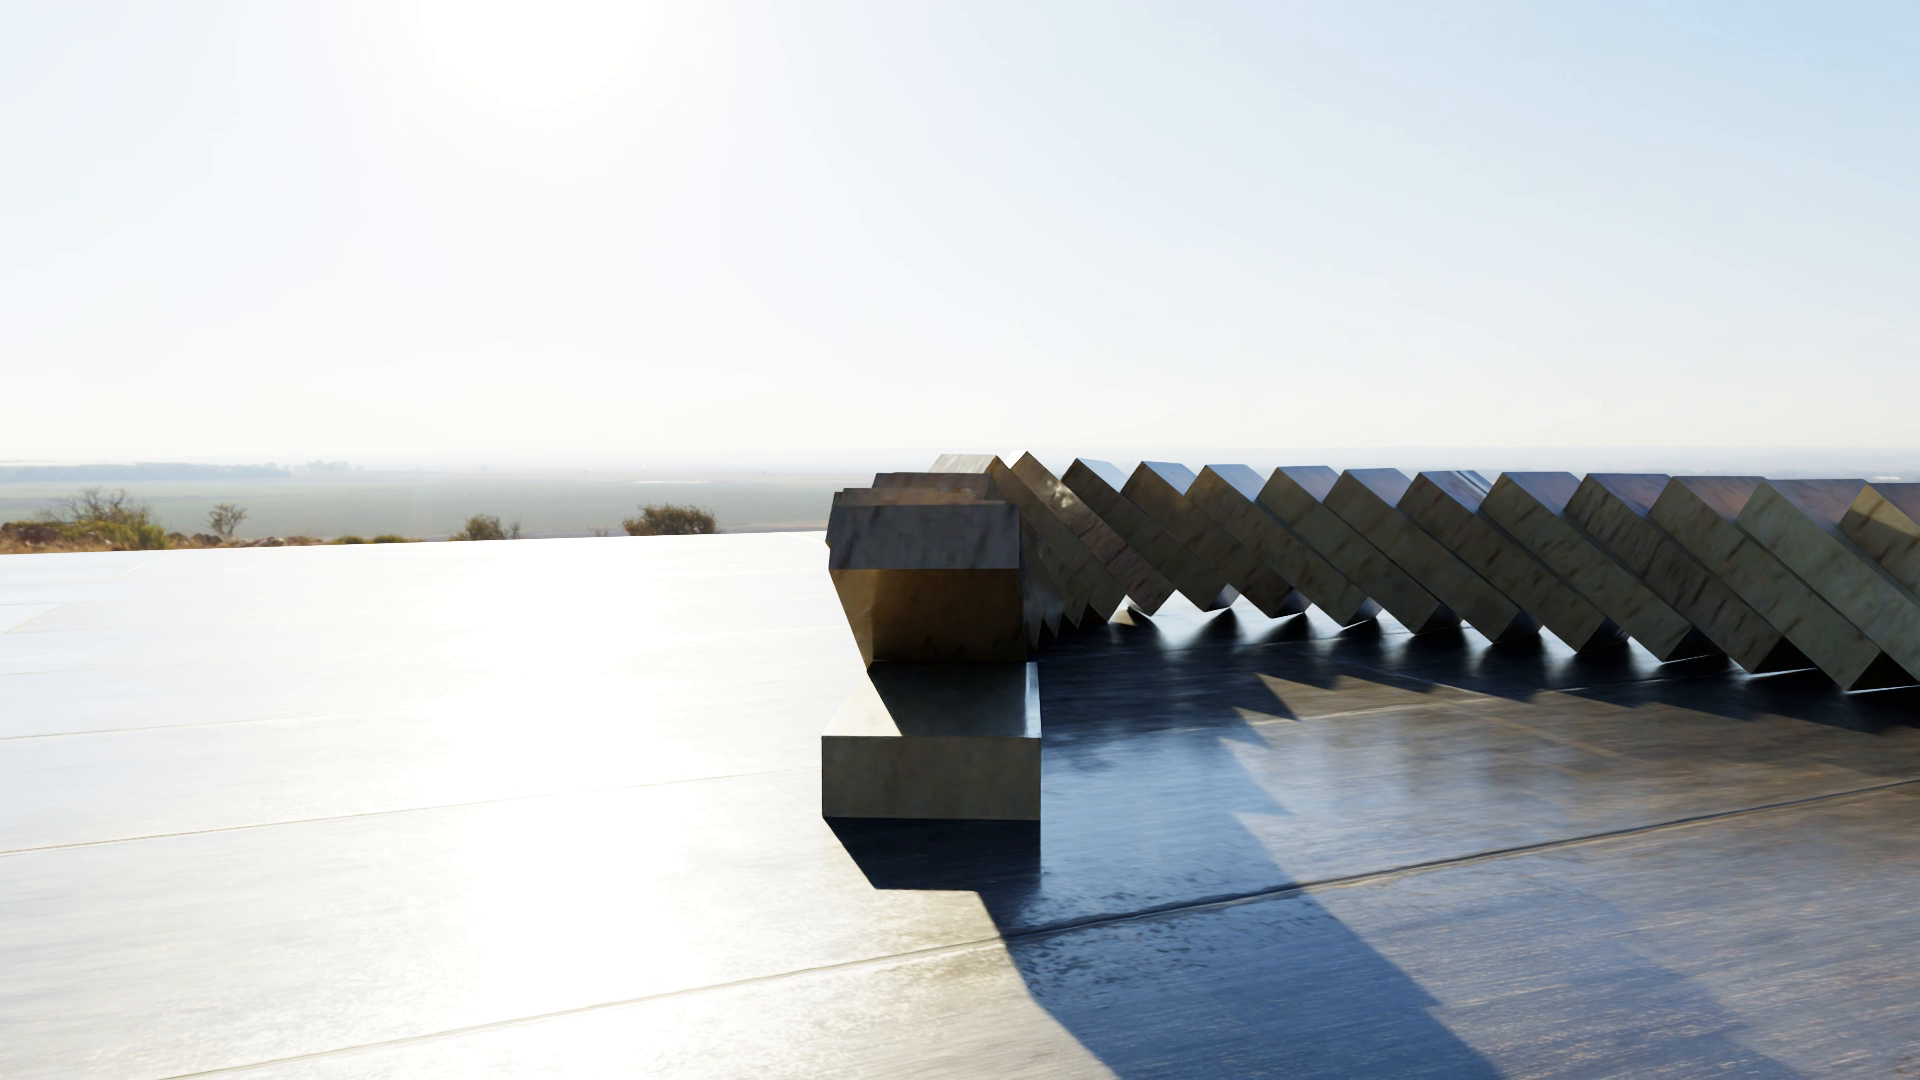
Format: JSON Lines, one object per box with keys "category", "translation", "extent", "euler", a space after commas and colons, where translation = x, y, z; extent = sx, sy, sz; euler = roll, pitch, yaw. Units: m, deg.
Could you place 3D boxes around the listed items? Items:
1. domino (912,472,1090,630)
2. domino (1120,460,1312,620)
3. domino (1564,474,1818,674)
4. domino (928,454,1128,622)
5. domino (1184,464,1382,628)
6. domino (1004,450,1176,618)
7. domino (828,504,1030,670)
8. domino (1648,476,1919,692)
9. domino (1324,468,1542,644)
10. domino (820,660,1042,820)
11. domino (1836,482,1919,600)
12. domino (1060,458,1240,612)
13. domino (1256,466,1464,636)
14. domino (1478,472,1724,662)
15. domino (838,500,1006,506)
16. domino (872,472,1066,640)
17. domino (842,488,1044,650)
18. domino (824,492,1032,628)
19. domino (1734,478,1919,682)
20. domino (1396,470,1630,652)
{"category": "domino", "translation": [0.006, 0.003, 0.287], "extent": [0.025, 0.009, 0.050], "euler": [3, -30, 38]}
{"category": "domino", "translation": [0.066, -0.001, 0.323], "extent": [0.050, 0.010, 0.025], "euler": [44, 23, 25]}
{"category": "domino", "translation": [0.148, 0.005, 0.255], "extent": [0.025, 0.010, 0.050], "euler": [-1, 39, -26]}
{"category": "domino", "translation": [0.015, -0.001, 0.307], "extent": [0.050, 0.009, 0.025], "euler": [44, -18, -25]}
{"category": "domino", "translation": [0.081, 0.000, 0.314], "extent": [0.050, 0.009, 0.025], "euler": [44, 25, 25]}
{"category": "domino", "translation": [0.030, -0.002, 0.322], "extent": [0.050, 0.010, 0.025], "euler": [42, -1, -6]}
{"category": "domino", "translation": [-0.003, 0.011, 0.191], "extent": [0.025, 0.010, 0.050], "euler": [0, -27, 5]}
{"category": "domino", "translation": [0.157, 0.006, 0.239], "extent": [0.025, 0.009, 0.050], "euler": [-1, 39, -21]}
{"category": "domino", "translation": [0.110, 0.002, 0.293], "extent": [0.025, 0.009, 0.050], "euler": [-4, 41, -45]}
{"category": "domino", "translation": [-0.002, 0.025, 0.170], "extent": [0.025, 0.010, 0.050], "euler": [0, 4, 3]}
{"category": "domino", "translation": [0.171, 0.009, 0.206], "extent": [0.025, 0.010, 0.050], "euler": [-1, 38, -12]}
{"category": "domino", "translation": [0.050, -0.002, 0.331], "extent": [0.050, 0.009, 0.025], "euler": [42, 18, 20]}
{"category": "domino", "translation": [0.097, 0.001, 0.305], "extent": [0.025, 0.009, 0.050], "euler": [-5, 42, -47]}
{"category": "domino", "translation": [0.137, 0.004, 0.269], "extent": [0.025, 0.010, 0.050], "euler": [-2, 40, -34]}
{"category": "domino", "translation": [-0.004, 0.010, 0.210], "extent": [0.025, 0.010, 0.050], "euler": [1, -27, 7]}
{"category": "domino", "translation": [0.002, 0.004, 0.268], "extent": [0.025, 0.009, 0.050], "euler": [2, -31, 25]}
{"category": "domino", "translation": [-0.003, 0.007, 0.250], "extent": [0.025, 0.009, 0.050], "euler": [1, -27, 21]}
{"category": "domino", "translation": [-0.004, 0.008, 0.230], "extent": [0.025, 0.009, 0.050], "euler": [1, -28, 15]}
{"category": "domino", "translation": [0.164, 0.008, 0.223], "extent": [0.025, 0.010, 0.050], "euler": [-1, 39, -17]}
{"category": "domino", "translation": [0.123, 0.003, 0.281], "extent": [0.025, 0.010, 0.050], "euler": [-4, 40, -41]}
